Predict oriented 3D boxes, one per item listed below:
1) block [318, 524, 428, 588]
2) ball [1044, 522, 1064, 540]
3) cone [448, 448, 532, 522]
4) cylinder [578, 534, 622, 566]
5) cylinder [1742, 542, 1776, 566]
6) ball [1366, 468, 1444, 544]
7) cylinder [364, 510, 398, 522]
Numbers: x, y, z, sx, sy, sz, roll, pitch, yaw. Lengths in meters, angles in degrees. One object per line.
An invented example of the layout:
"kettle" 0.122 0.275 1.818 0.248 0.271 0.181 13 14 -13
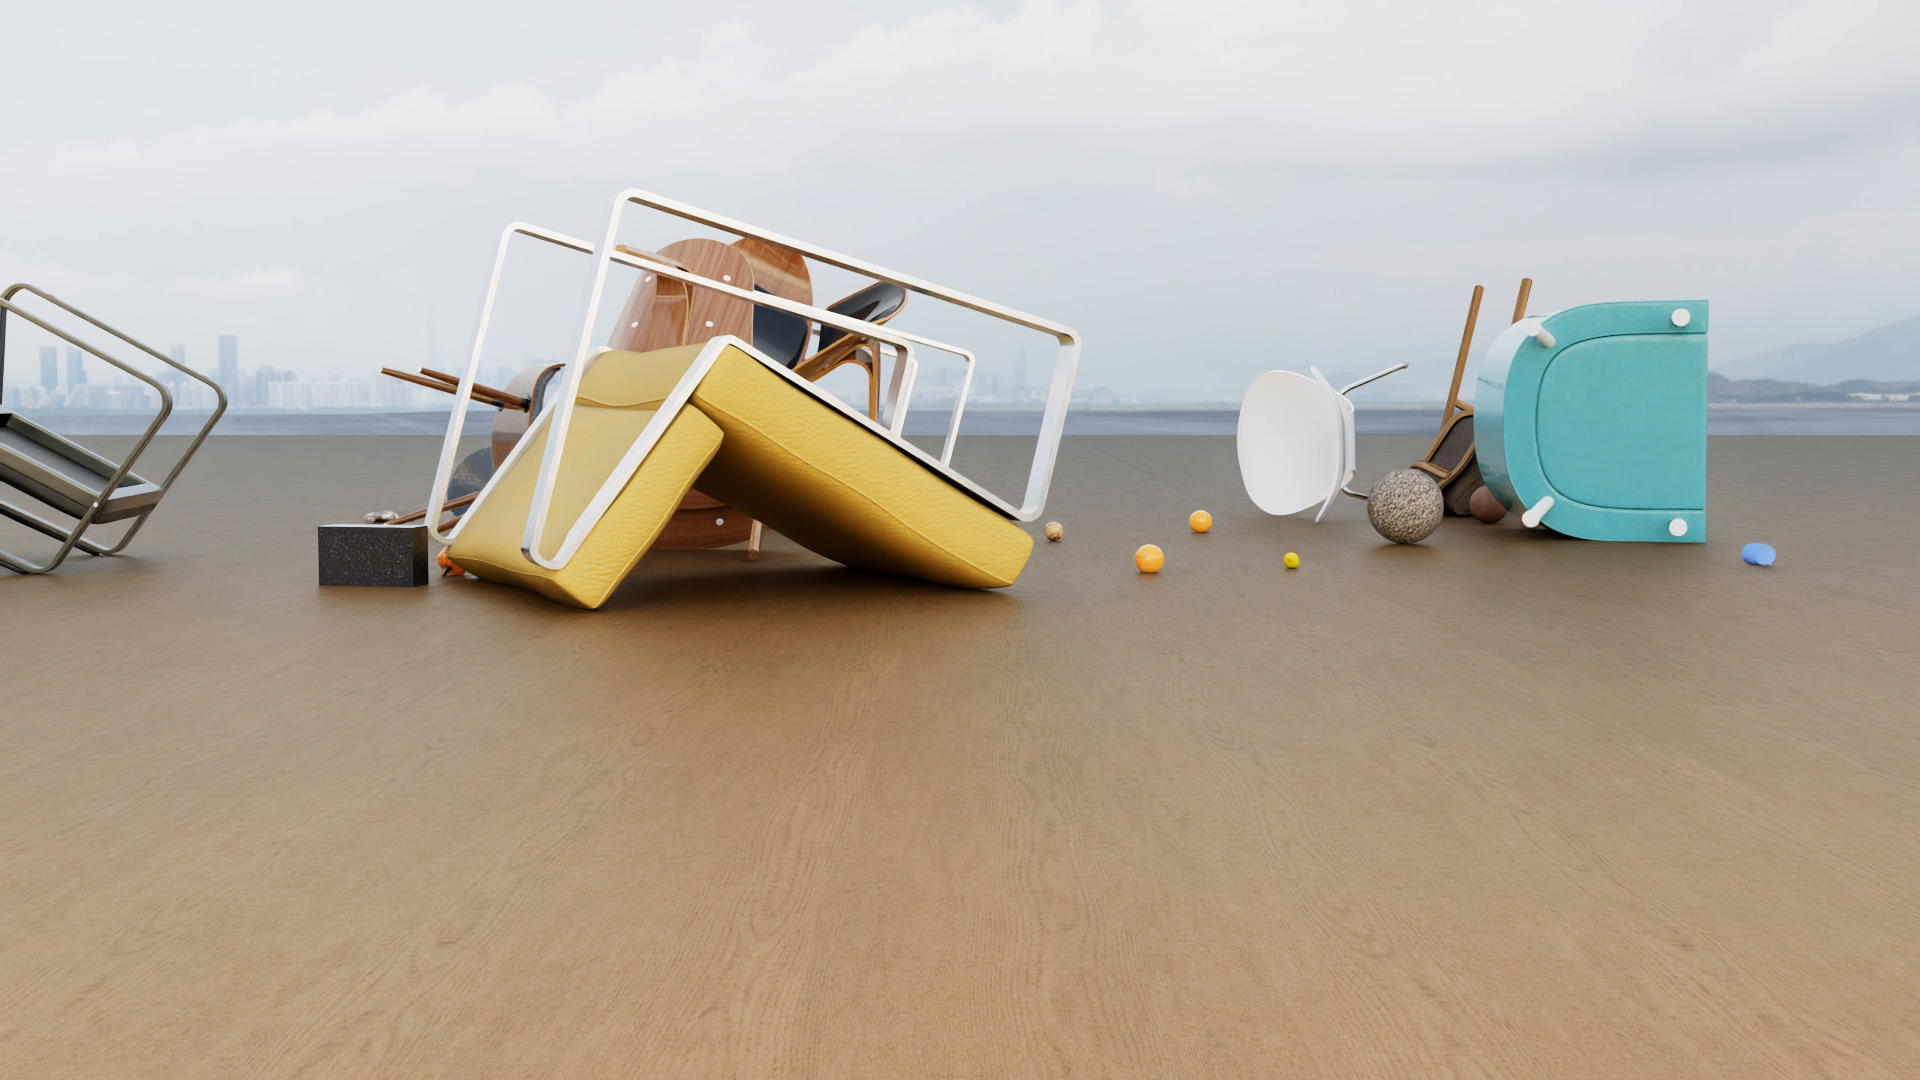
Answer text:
"block" -1.346 0.035 5.047 0.232 0.135 0.080 1 4 11
"ball" 0.277 -0.026 6.503 0.057 0.057 0.057 0 4 0
"cone" -1.570 -0.136 7.615 0.273 0.271 0.297 -18 -29 20
"cylinder" -0.915 0.025 5.592 0.072 0.080 0.089 2 14 29
"cylinder" 2.047 0.036 5.636 0.056 0.053 0.069 -25 8 -7
"ball" 1.292 -0.099 6.381 0.220 0.220 0.220 0 4 0
"cylinder" -1.959 -0.078 7.438 0.060 0.034 0.092 -4 6 37
